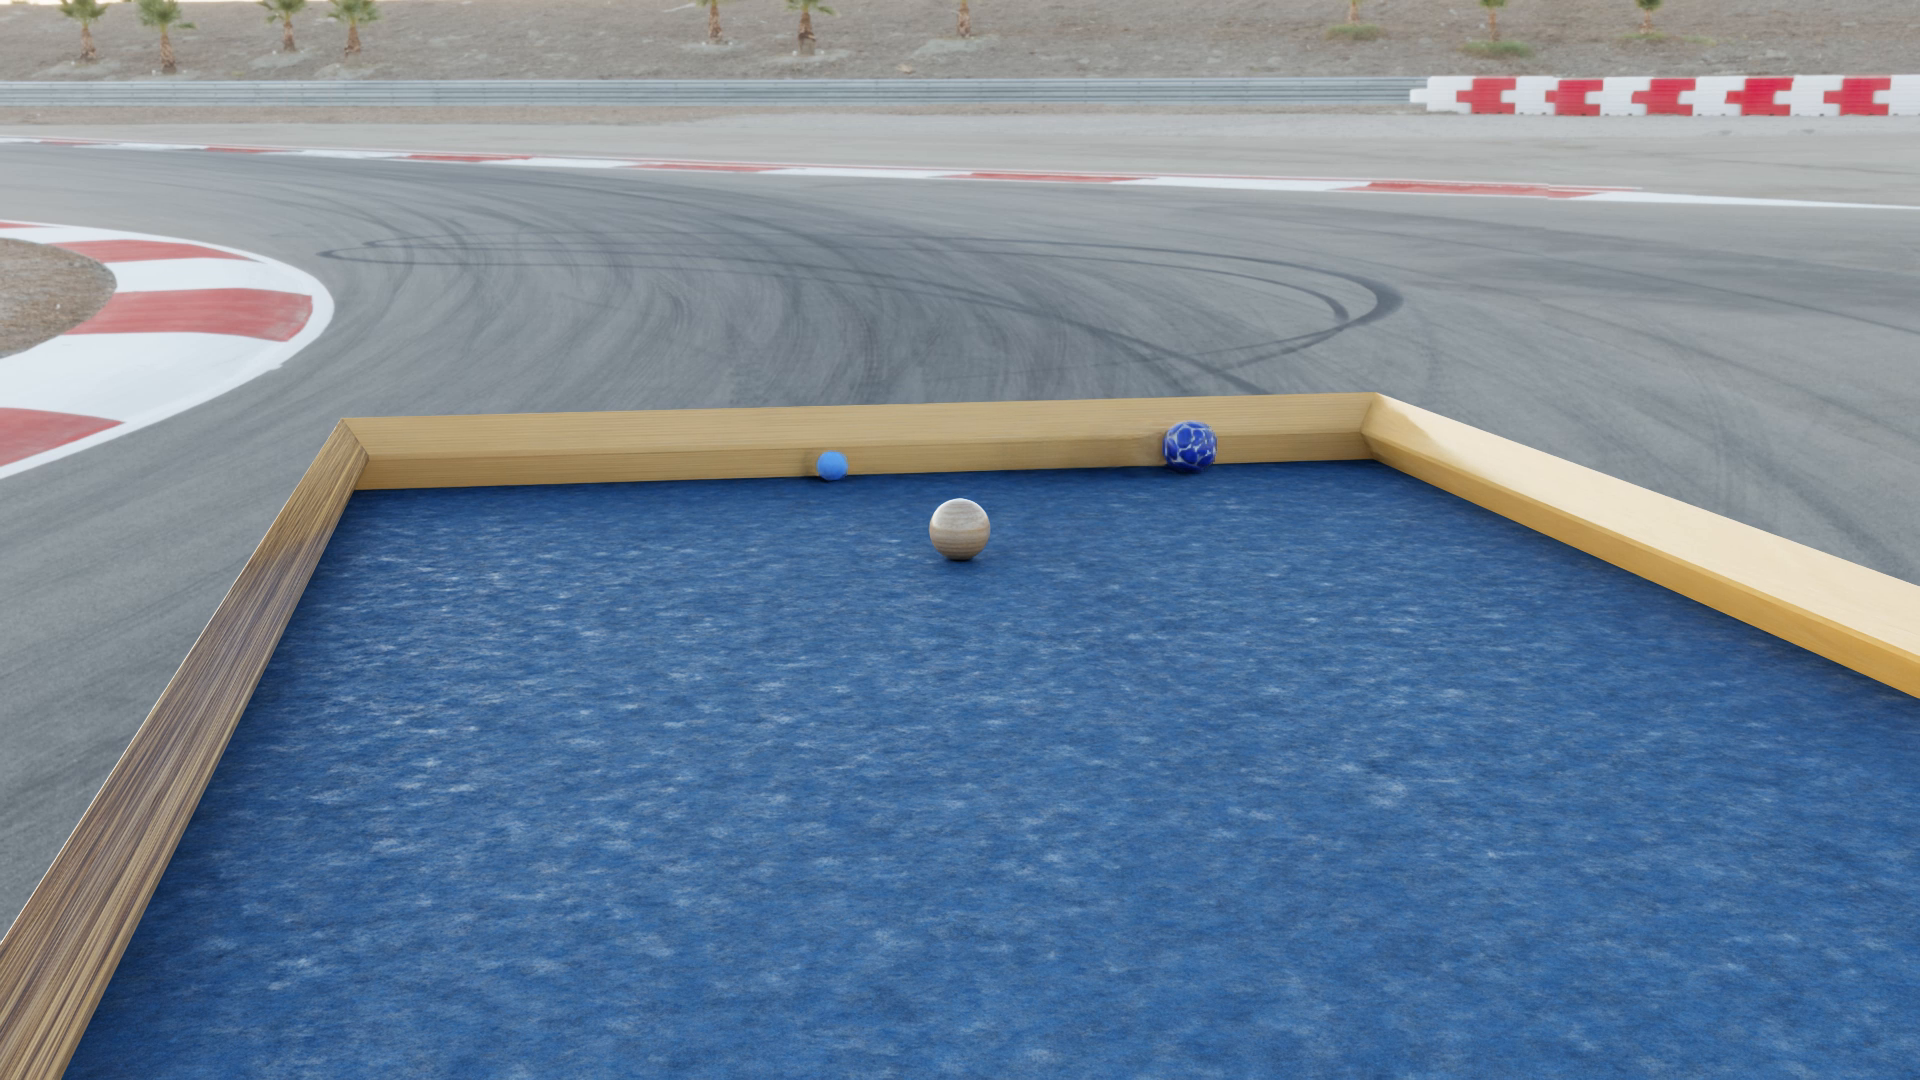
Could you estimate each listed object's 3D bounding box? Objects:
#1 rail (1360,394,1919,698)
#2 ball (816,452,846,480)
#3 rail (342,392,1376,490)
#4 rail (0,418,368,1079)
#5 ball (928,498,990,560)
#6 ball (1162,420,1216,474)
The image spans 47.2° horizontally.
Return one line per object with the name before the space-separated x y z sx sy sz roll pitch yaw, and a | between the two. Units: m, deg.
rail | 0.985 0.091 2.443 0.045 0.117 3.022 -2 12 -10
ball | -0.216 -0.124 3.687 0.050 0.050 0.050 0 11 0
rail | -0.132 -0.167 3.725 1.775 0.117 0.045 -2 12 -10
rail | -0.714 0.152 2.138 0.045 0.117 3.022 -2 12 -10
ball | 0.000 -0.015 3.051 0.086 0.086 0.086 0 11 0
ball | 0.391 -0.159 3.755 0.090 0.090 0.090 0 11 0
